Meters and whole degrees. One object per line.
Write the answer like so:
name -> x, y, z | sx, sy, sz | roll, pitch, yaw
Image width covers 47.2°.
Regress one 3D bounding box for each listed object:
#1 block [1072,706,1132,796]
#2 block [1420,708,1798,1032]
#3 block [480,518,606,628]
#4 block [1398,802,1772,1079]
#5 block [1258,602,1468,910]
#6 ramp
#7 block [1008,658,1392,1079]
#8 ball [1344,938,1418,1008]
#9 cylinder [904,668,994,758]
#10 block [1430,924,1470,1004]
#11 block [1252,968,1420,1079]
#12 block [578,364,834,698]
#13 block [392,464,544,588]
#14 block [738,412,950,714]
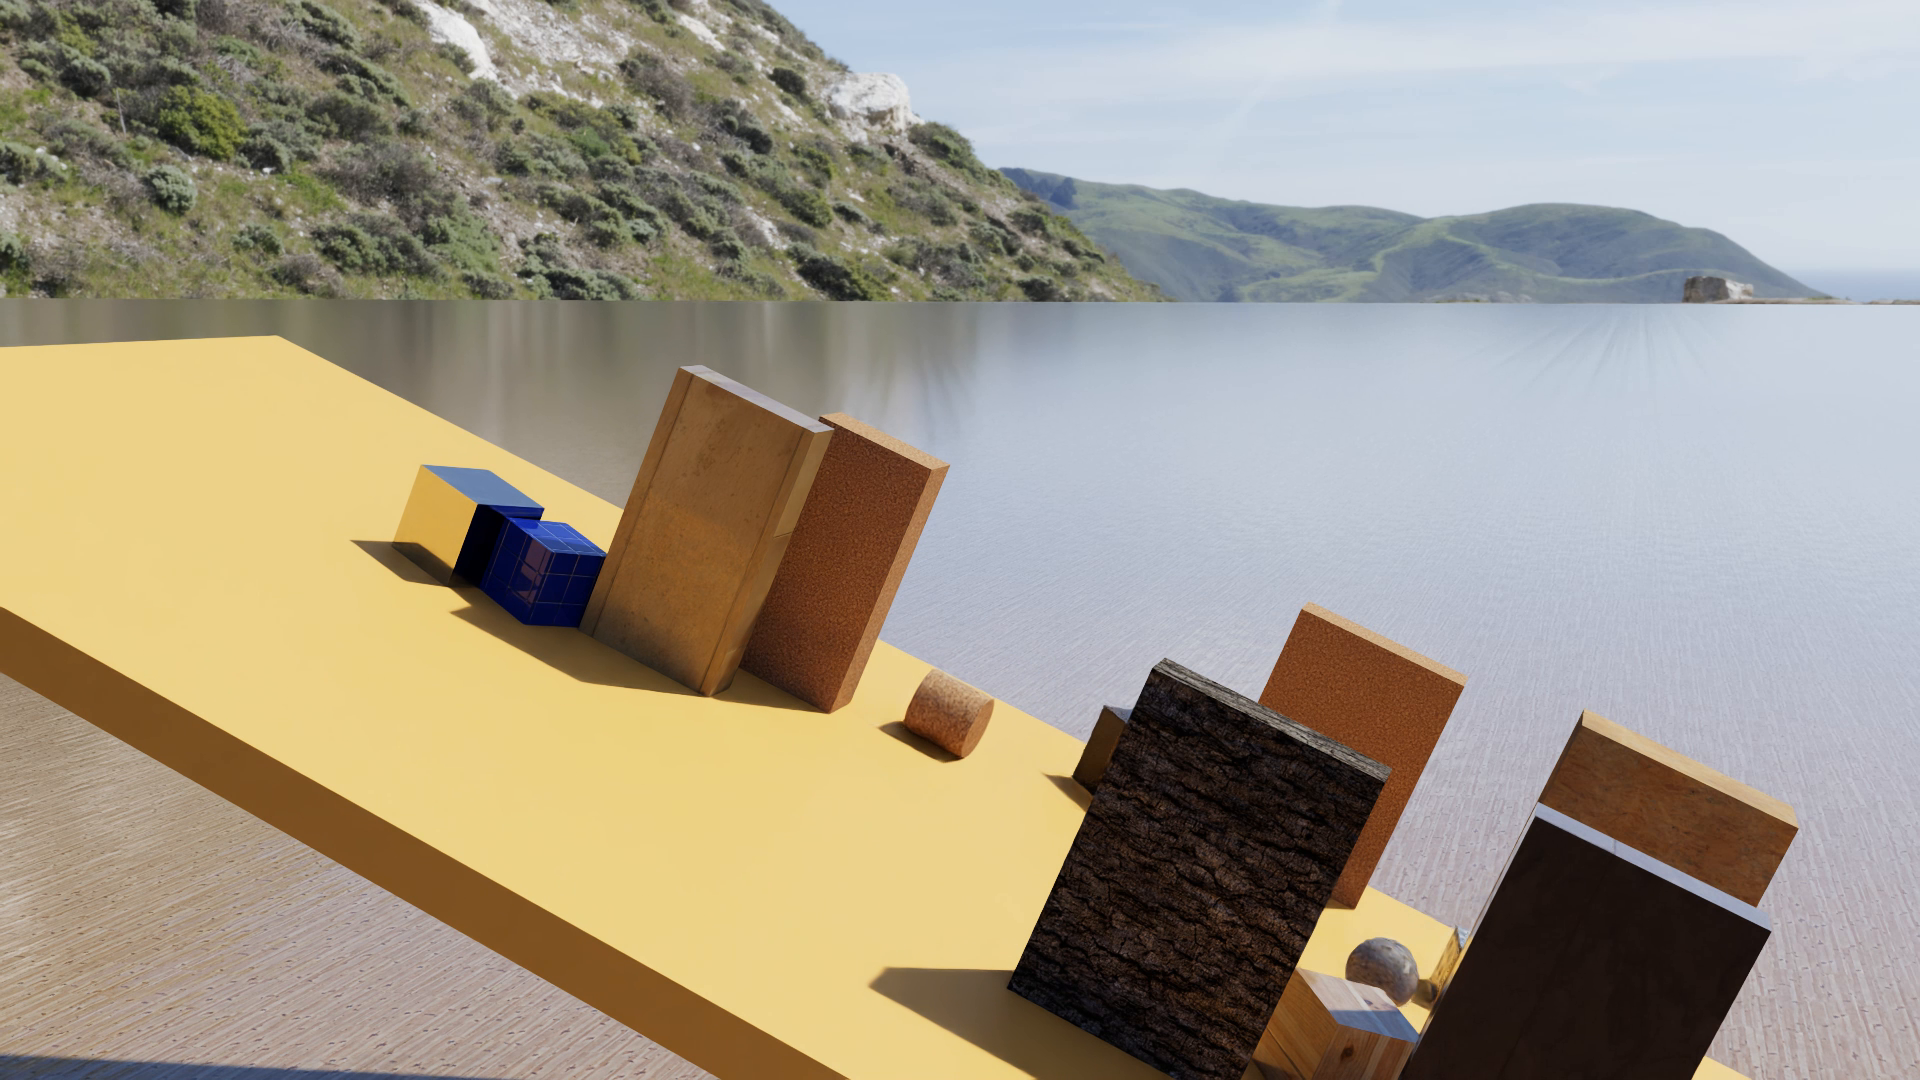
block -> 0.392, 0.488, 4.754 | 0.178, 0.178, 0.178 | 12, 17, -39
block -> 1.023, 0.710, 3.621 | 0.360, 0.772, 0.146 | 26, 13, 13
block -> -0.831, 0.066, 4.407 | 0.159, 0.159, 0.159 | 33, 16, 36
block -> 0.794, 0.772, 3.057 | 0.334, 0.741, 0.084 | 26, 13, 13
block -> 0.801, 0.462, 4.739 | 0.373, 0.543, 0.116 | 26, 13, 13
ramp -> -0.287, 0.498, 4.183 | 4.000, 0.100, 2.000 | 26, 13, 13
block -> 0.382, 0.551, 3.557 | 0.402, 0.598, 0.101 | 26, 13, 13
ball -> 0.803, 0.827, 4.188 | 0.139, 0.139, 0.139 | 0, 7, 0
cylinder -> -0.022, 0.365, 4.626 | 0.140, 0.140, 0.140 | 27, 15, 15
block -> 1.031, 0.875, 4.401 | 0.130, 0.130, 0.130 | 24, 13, 4
block -> 0.634, 0.858, 3.685 | 0.181, 0.181, 0.181 | 18, 14, -21
block -> -0.506, -0.018, 4.362 | 0.307, 0.577, 0.107 | 26, 13, 13
block -> -0.994, -0.026, 4.442 | 0.183, 0.183, 0.183 | 31, 15, 31
block -> -0.259, 0.047, 4.563 | 0.260, 0.559, 0.125 | 26, 13, 13
